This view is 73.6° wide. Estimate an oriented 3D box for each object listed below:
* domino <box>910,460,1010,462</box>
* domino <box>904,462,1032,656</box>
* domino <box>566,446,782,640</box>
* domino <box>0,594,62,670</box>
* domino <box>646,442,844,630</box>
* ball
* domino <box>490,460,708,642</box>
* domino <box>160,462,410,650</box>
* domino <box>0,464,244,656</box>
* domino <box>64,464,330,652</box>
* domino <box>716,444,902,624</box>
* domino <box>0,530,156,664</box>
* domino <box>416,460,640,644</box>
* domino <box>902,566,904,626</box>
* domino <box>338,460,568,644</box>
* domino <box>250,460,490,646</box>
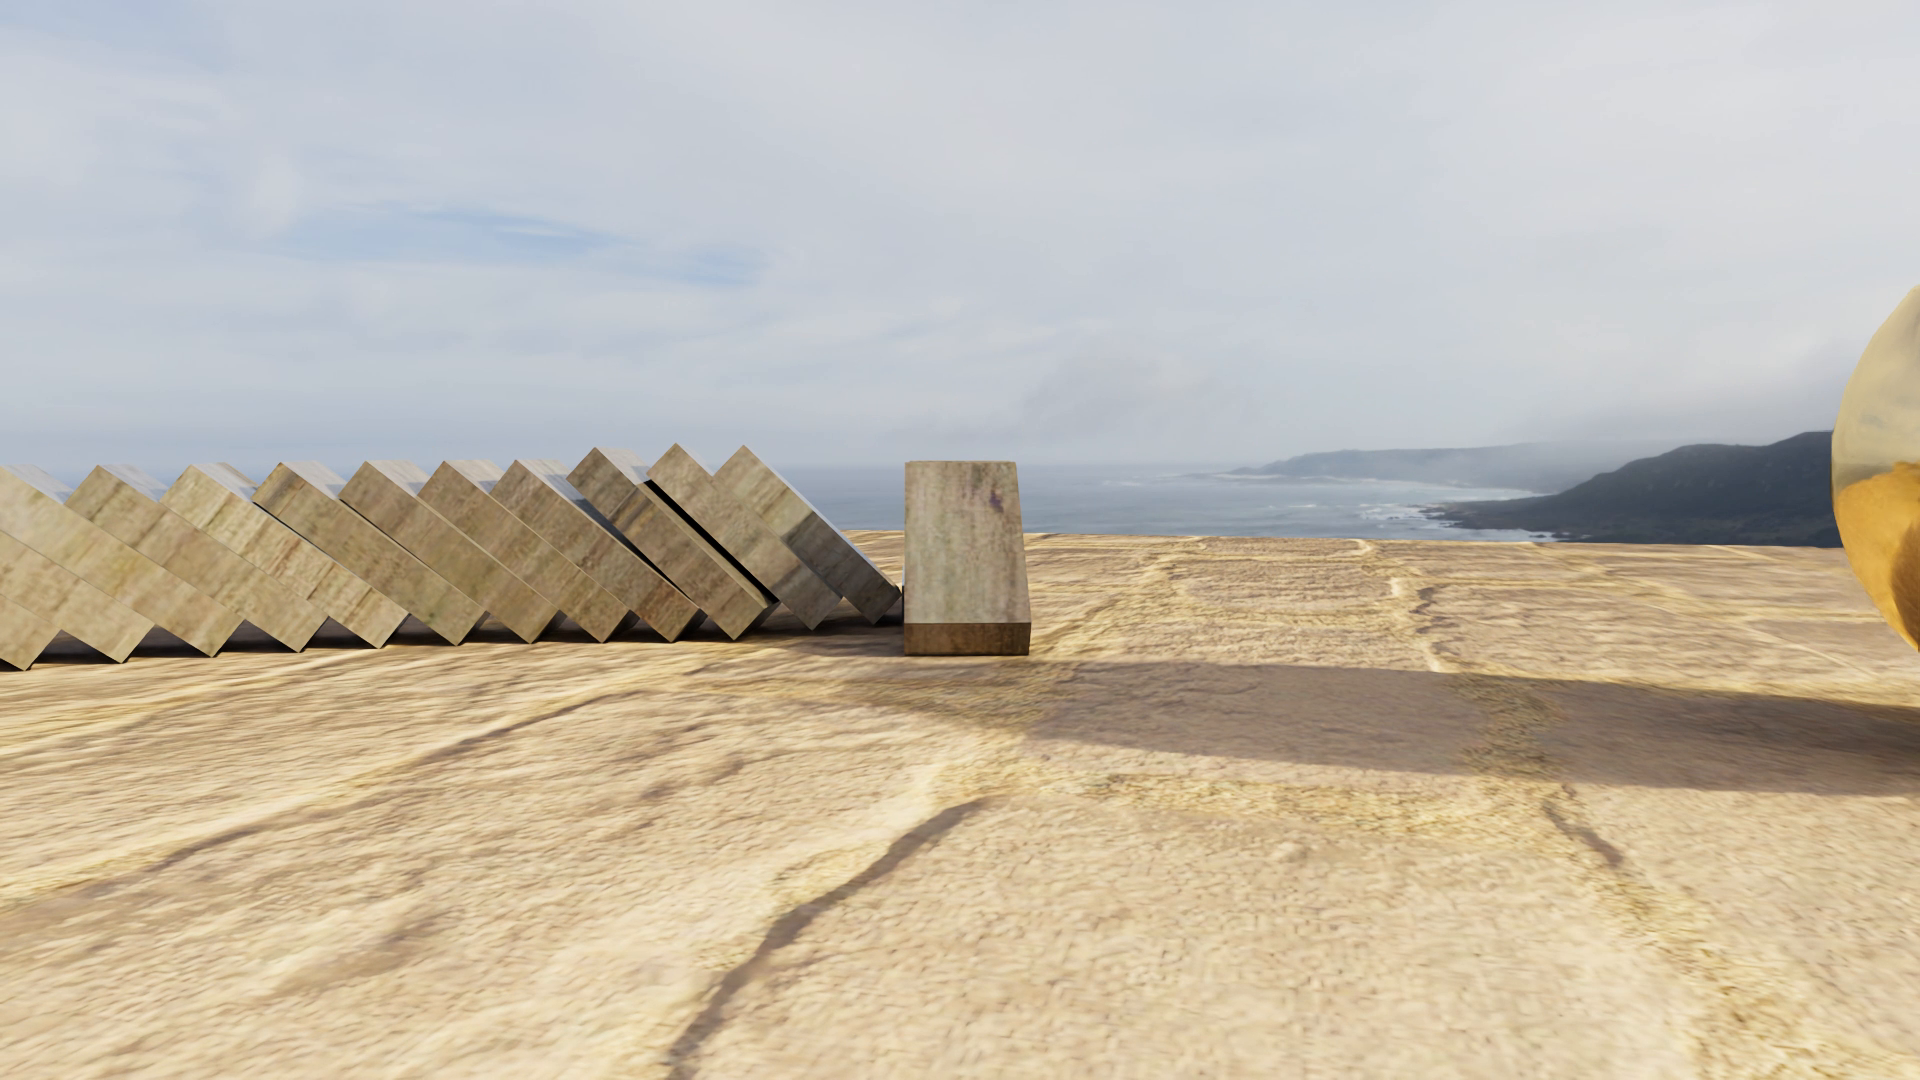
[{"bbox_3d":[0.001,0.001,0.304,0.025,0.009,0.050,0,42,-2],"label":"domino"},{"bbox_3d":[0.001,0.003,0.273,0.025,0.009,0.050,0,42,-2],"label":"domino"},{"bbox_3d":[-0.062,0.000,0.286,0.050,0.009,0.025,44,4,0],"label":"domino"},{"bbox_3d":[-0.196,0.005,0.241,0.050,0.010,0.025,42,-19,-28],"label":"domino"},{"bbox_3d":[-0.048,-0.001,0.294,0.050,0.009,0.025,44,-2,-4],"label":"domino"},{"bbox_3d":[0.165,-0.010,0.173,0.080,0.080,0.080,0,4,0],"label":"ball"},{"bbox_3d":[-0.077,0.002,0.285,0.050,0.009,0.025,39,4,-1],"label":"domino"},{"bbox_3d":[-0.140,0.003,0.272,0.050,0.009,0.025,39,-7,-15],"label":"domino"},{"bbox_3d":[-0.169,0.004,0.259,0.050,0.009,0.025,40,-12,-21],"label":"domino"},{"bbox_3d":[-0.155,0.003,0.266,0.050,0.009,0.025,39,-9,-18],"label":"domino"},{"bbox_3d":[-0.036,-0.002,0.306,0.050,0.009,0.025,44,-2,-5],"label":"domino"},{"bbox_3d":[-0.183,0.005,0.250,0.050,0.009,0.025,41,-15,-25],"label":"domino"},{"bbox_3d":[-0.093,0.002,0.285,0.050,0.010,0.025,39,4,-2],"label":"domino"},{"bbox_3d":[-0.002,0.013,0.325,0.025,0.009,0.050,0,4,-2],"label":"domino"},{"bbox_3d":[-0.108,0.002,0.282,0.050,0.009,0.025,39,1,-6],"label":"domino"},{"bbox_3d":[-0.124,0.002,0.278,0.050,0.009,0.025,39,-3,-11],"label":"domino"}]
